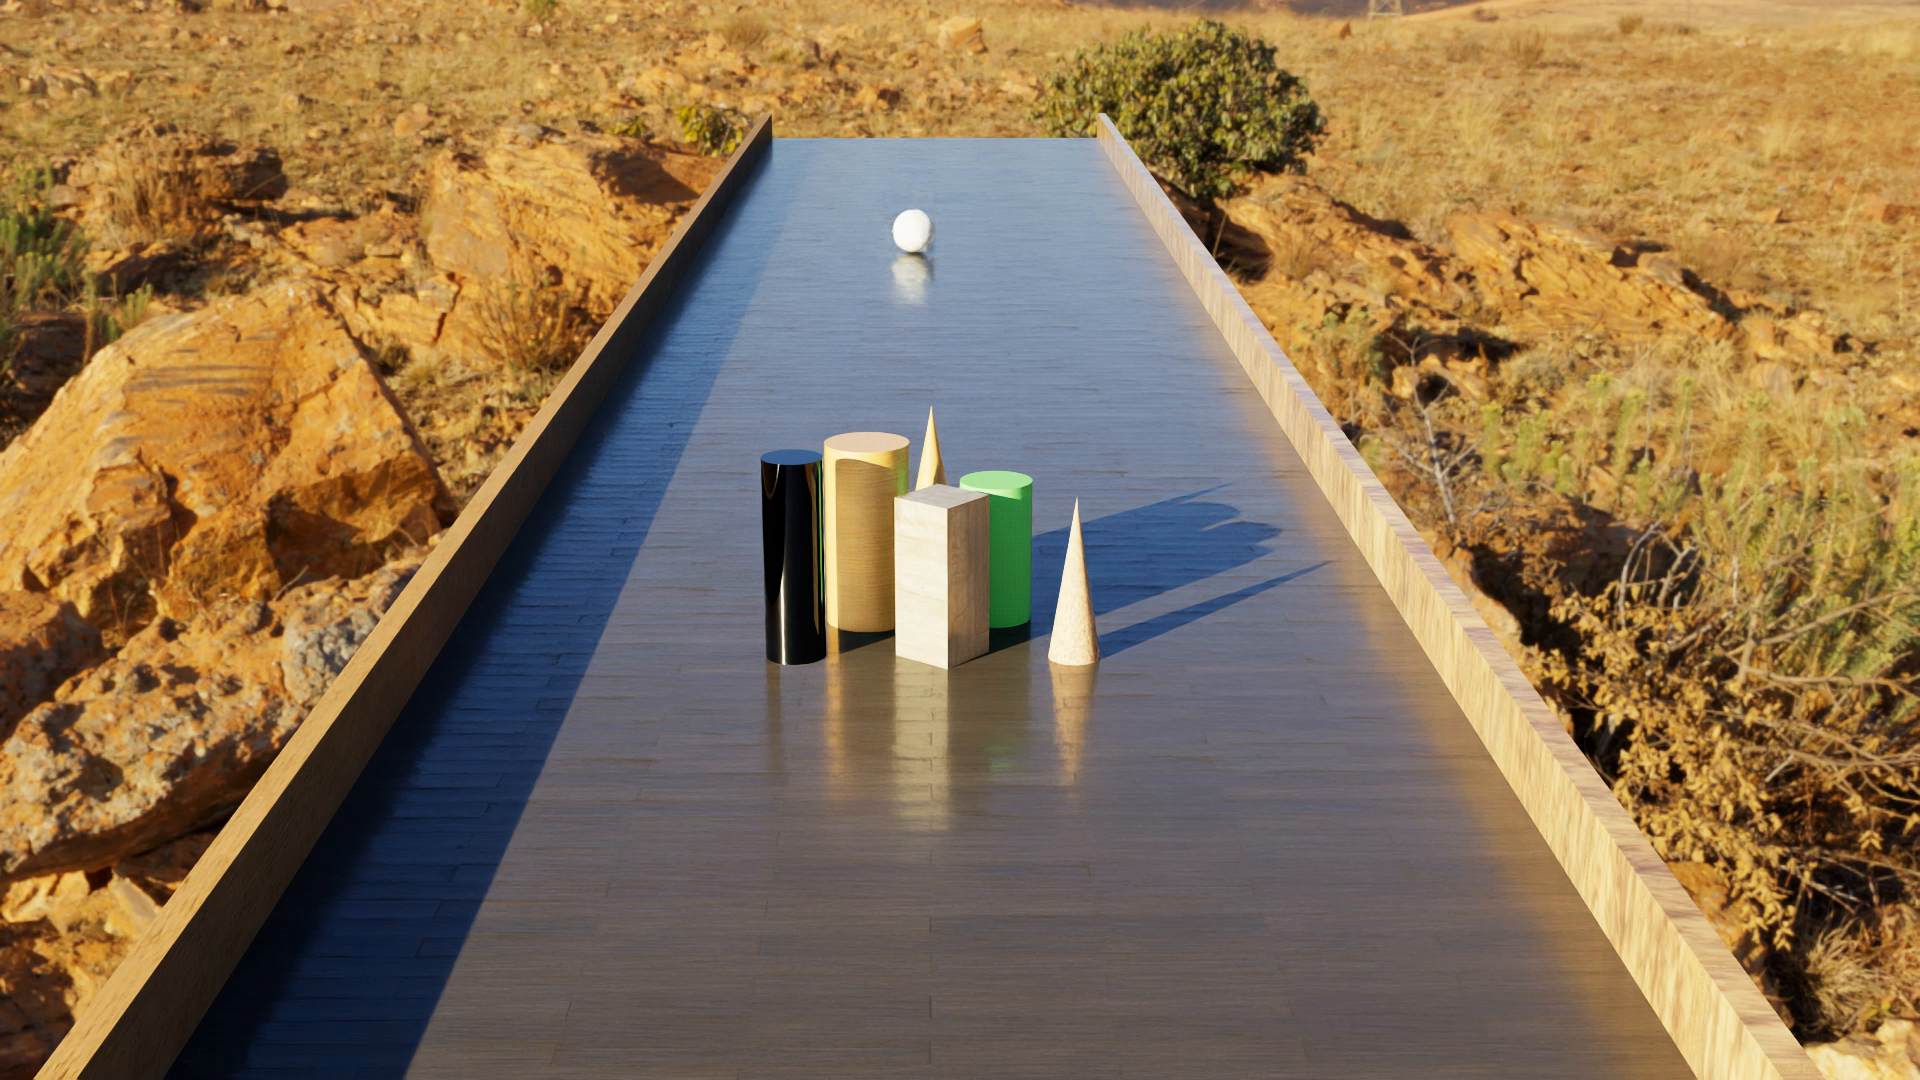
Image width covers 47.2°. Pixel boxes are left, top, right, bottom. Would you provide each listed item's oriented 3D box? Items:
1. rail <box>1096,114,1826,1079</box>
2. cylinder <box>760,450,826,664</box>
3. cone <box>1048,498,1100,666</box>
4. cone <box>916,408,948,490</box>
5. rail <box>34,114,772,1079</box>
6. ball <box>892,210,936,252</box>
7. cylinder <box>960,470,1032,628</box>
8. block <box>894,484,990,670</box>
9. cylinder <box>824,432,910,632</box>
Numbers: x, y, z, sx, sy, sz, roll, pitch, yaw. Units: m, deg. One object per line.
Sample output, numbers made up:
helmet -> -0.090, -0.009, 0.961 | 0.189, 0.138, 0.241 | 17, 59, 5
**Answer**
rail -> 0.932, -0.844, 7.801 | 0.050, 0.150, 12.000 | 0, 17, -1
cylinder -> -0.331, 0.034, 4.388 | 0.122, 0.412, 0.122 | 0, 17, 0
cone -> 0.231, 0.076, 4.390 | 0.105, 0.332, 0.105 | 0, 17, 0
cone -> -0.063, -0.107, 4.896 | 0.151, 0.393, 0.151 | 0, 17, 0
rail -> -1.118, -0.838, 7.780 | 0.050, 0.150, 12.000 | 0, 17, -1
ball -> -0.193, -1.306, 9.298 | 0.183, 0.183, 0.183 | 0, 17, 0
cylinder -> 0.076, 0.019, 4.637 | 0.151, 0.300, 0.151 | 0, 17, 0
block -> -0.035, 0.071, 4.407 | 0.134, 0.331, 0.134 | 13, 21, 37
cylinder -> -0.193, -0.018, 4.610 | 0.177, 0.386, 0.177 | 0, 17, 0
